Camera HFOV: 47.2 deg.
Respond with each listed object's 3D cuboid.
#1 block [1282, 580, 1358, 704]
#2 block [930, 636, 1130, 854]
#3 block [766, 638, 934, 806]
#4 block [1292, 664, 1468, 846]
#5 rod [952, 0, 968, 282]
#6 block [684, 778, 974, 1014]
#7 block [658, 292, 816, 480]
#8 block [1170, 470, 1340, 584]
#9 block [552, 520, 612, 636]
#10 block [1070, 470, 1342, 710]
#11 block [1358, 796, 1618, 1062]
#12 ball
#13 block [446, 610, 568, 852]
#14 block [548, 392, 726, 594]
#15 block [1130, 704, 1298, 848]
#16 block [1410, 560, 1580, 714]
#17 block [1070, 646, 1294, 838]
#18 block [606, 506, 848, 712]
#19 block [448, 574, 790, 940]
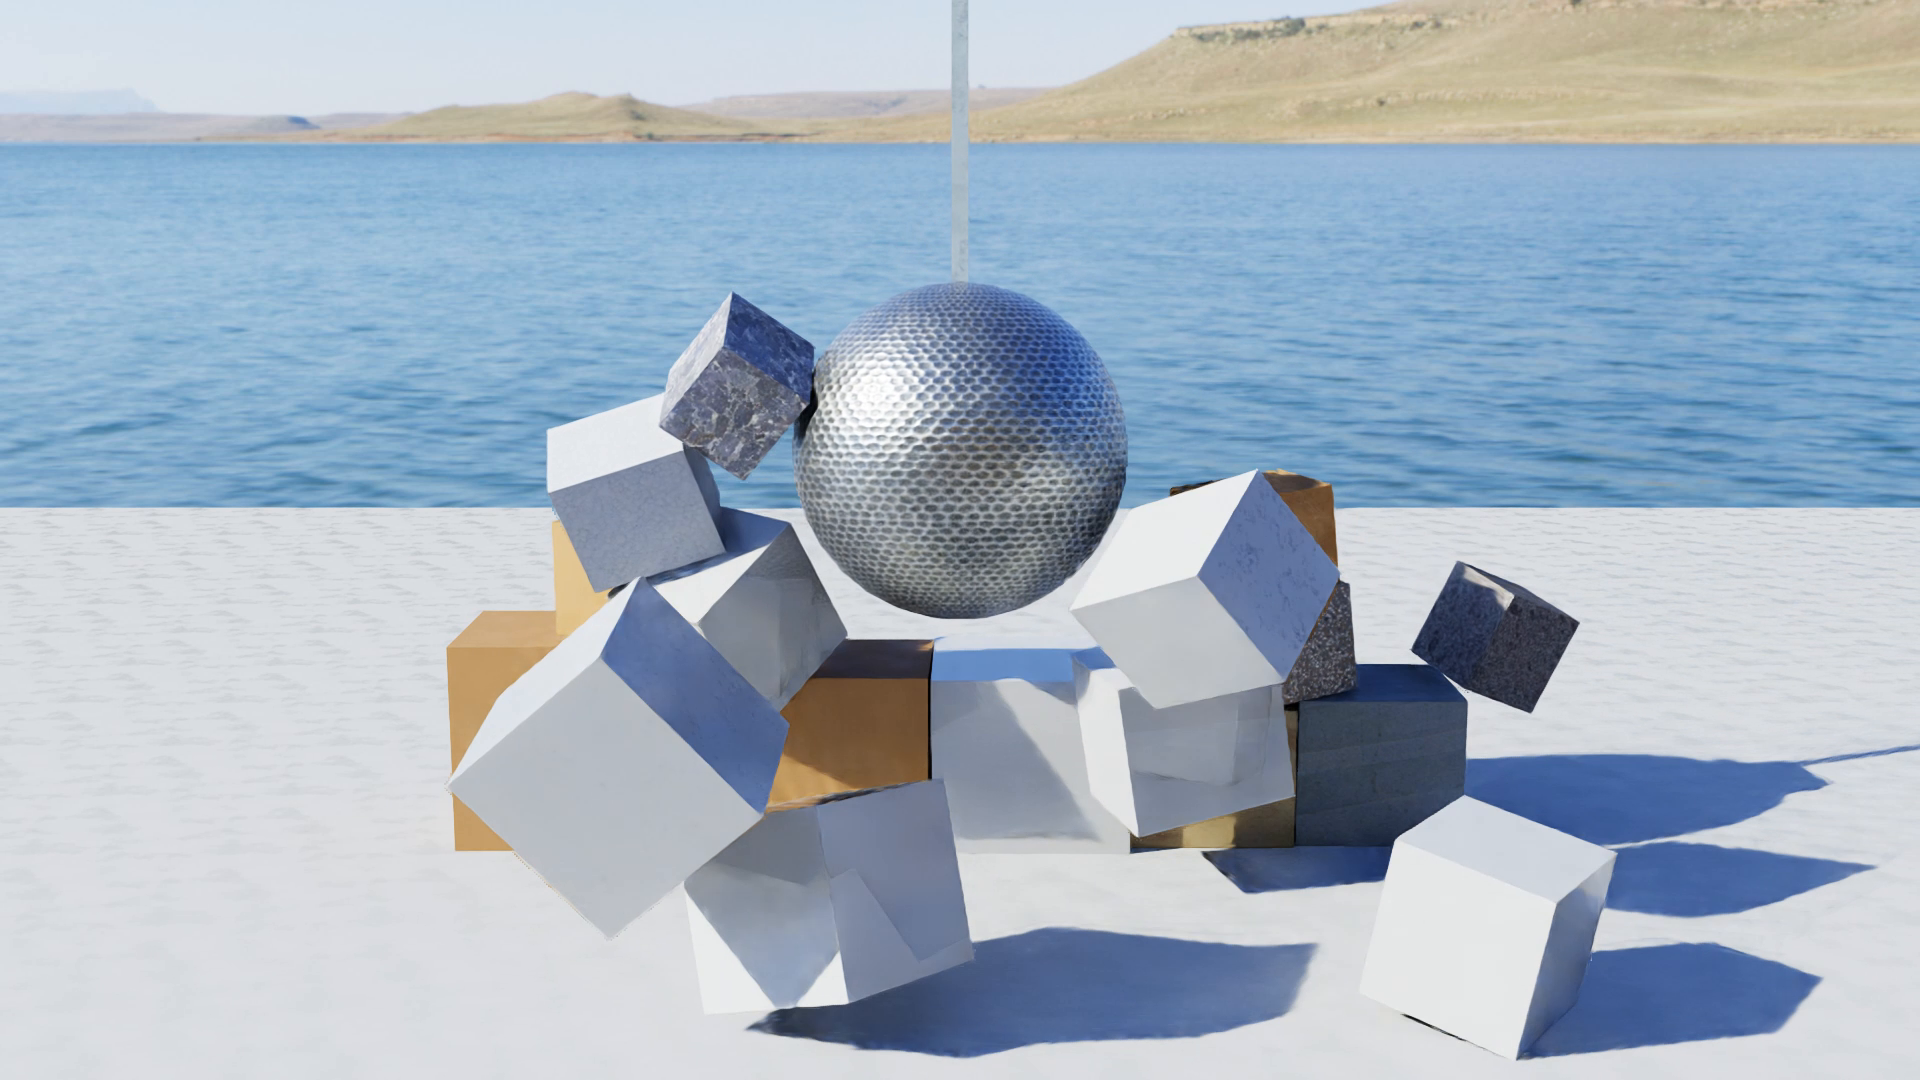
[{"bbox_3d":[1.555,0.490,11.174,0.653,0.543,0.620,-11,12,-20],"label":"block"},{"bbox_3d":[0.356,1.041,11.367,0.989,0.886,0.986,0,10,1],"label":"block"},{"bbox_3d":[-0.567,1.042,11.339,0.837,0.892,0.865,0,10,1],"label":"block"},{"bbox_3d":[2.108,1.102,11.398,0.841,0.753,0.799,0,10,0],"label":"block"},{"bbox_3d":[0.000,-3.811,10.202,0.080,5.200,0.080,0,4,0],"label":"rod"},{"bbox_3d":[-0.540,1.428,8.882,0.734,0.753,0.846,-12,-5,34],"label":"block"},{"bbox_3d":[-1.036,-0.721,10.264,0.477,0.523,0.561,33,26,-20],"label":"block"},{"bbox_3d":[1.483,-0.025,11.104,0.625,0.503,0.582,-10,12,-16],"label":"block"},{"bbox_3d":[-1.624,0.165,11.177,0.650,0.579,0.577,4,12,25],"label":"block"},{"bbox_3d":[1.061,0.225,9.504,0.771,0.628,0.658,-18,30,48],"label":"block"},{"bbox_3d":[2.127,1.541,8.855,0.669,0.681,0.714,20,19,31],"label":"block"},{"bbox_3d":[0.000,-0.420,10.444,1.600,1.600,1.600,0,10,0],"label":"ball"},{"bbox_3d":[-2.105,0.965,11.336,0.844,1.045,0.863,0,10,0],"label":"block"},{"bbox_3d":[-1.540,-0.234,10.460,0.653,0.614,0.543,-17,36,2],"label":"block"},{"bbox_3d":[1.266,1.129,11.375,0.822,0.708,0.788,0,10,0],"label":"block"},{"bbox_3d":[2.809,0.508,11.566,0.490,0.545,0.505,20,11,-29],"label":"block"},{"bbox_3d":[1.050,0.873,10.435,0.788,0.723,0.660,-13,15,-14],"label":"block"},{"bbox_3d":[-1.119,0.366,10.672,0.649,0.746,0.703,13,50,40],"label":"block"},{"bbox_3d":[-1.266,0.810,8.321,0.798,0.840,0.755,-39,14,17],"label":"block"}]
